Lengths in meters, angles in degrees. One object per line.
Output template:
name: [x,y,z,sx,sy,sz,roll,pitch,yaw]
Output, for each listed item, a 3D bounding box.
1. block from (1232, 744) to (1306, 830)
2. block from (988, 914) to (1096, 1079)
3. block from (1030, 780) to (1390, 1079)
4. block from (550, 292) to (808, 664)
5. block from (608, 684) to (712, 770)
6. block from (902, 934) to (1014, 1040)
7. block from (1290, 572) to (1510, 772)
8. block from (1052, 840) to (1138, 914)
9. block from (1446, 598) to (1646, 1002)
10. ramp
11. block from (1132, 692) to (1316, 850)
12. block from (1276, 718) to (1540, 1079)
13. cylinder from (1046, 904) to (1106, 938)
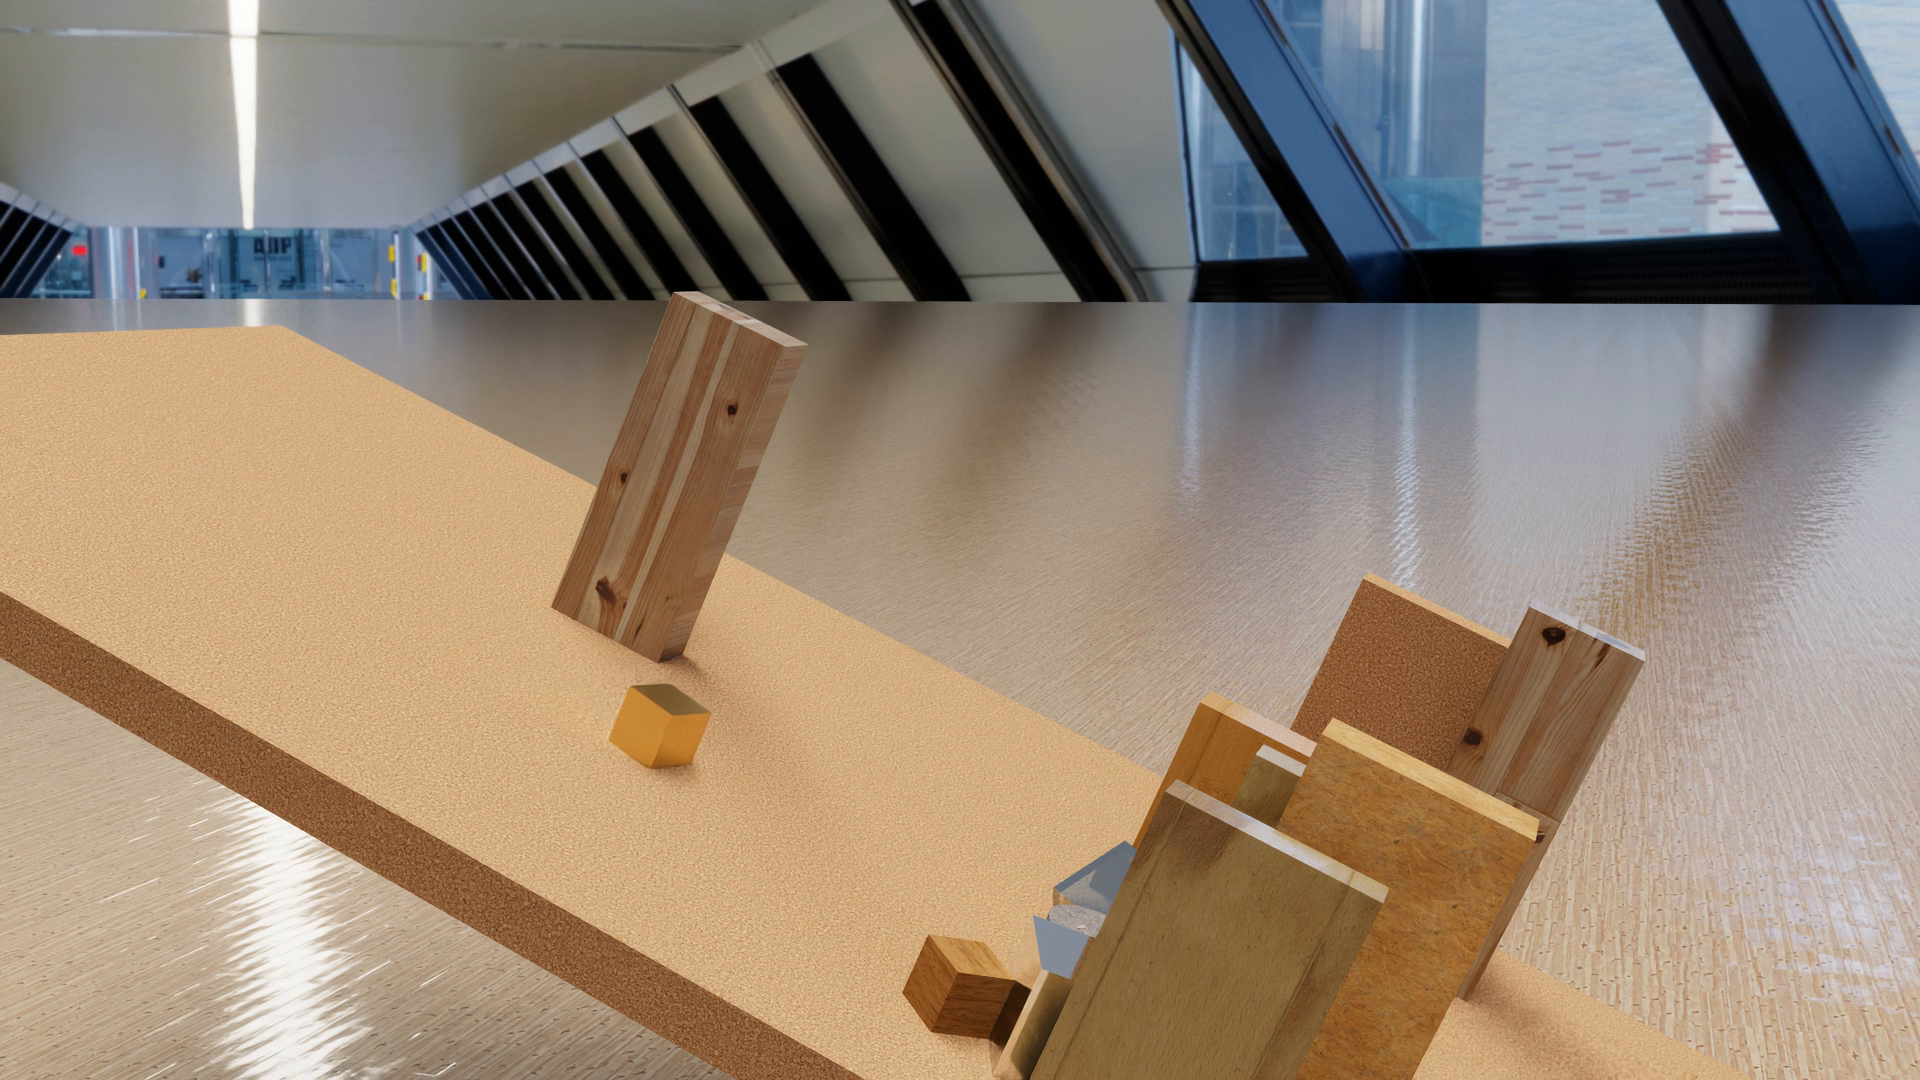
block: [0.529,0.642,3.585,0.329,0.518,0.080,26,13,13]
block: [0.167,0.725,3.366,0.187,0.187,0.187,22,13,-8]
block: [0.343,0.661,3.154,0.335,0.536,0.080,26,13,13]
block: [-0.559,-0.124,4.366,0.254,0.688,0.122,26,13,13]
block: [-0.532,0.330,3.901,0.109,0.109,0.109,31,15,29]
block: [-0.003,0.689,3.395,0.107,0.107,0.107,15,16,-32]
block: [0.898,0.435,4.759,0.342,0.639,0.107,26,13,13]
block: [0.276,0.655,3.732,0.169,0.169,0.169,-28,44,-32]
block: [1.086,0.524,4.422,0.240,0.780,0.120,26,13,13]
ramp: [-0.281,0.485,4.180,4.000,0.100,2.000,26,13,13]
block: [0.488,0.569,3.862,0.351,0.491,0.110,26,13,13]
block: [0.609,0.646,3.476,0.353,0.623,0.134,26,13,13]
cylinder: [0.190,0.701,3.542,0.163,0.163,0.163,20,14,-5]
